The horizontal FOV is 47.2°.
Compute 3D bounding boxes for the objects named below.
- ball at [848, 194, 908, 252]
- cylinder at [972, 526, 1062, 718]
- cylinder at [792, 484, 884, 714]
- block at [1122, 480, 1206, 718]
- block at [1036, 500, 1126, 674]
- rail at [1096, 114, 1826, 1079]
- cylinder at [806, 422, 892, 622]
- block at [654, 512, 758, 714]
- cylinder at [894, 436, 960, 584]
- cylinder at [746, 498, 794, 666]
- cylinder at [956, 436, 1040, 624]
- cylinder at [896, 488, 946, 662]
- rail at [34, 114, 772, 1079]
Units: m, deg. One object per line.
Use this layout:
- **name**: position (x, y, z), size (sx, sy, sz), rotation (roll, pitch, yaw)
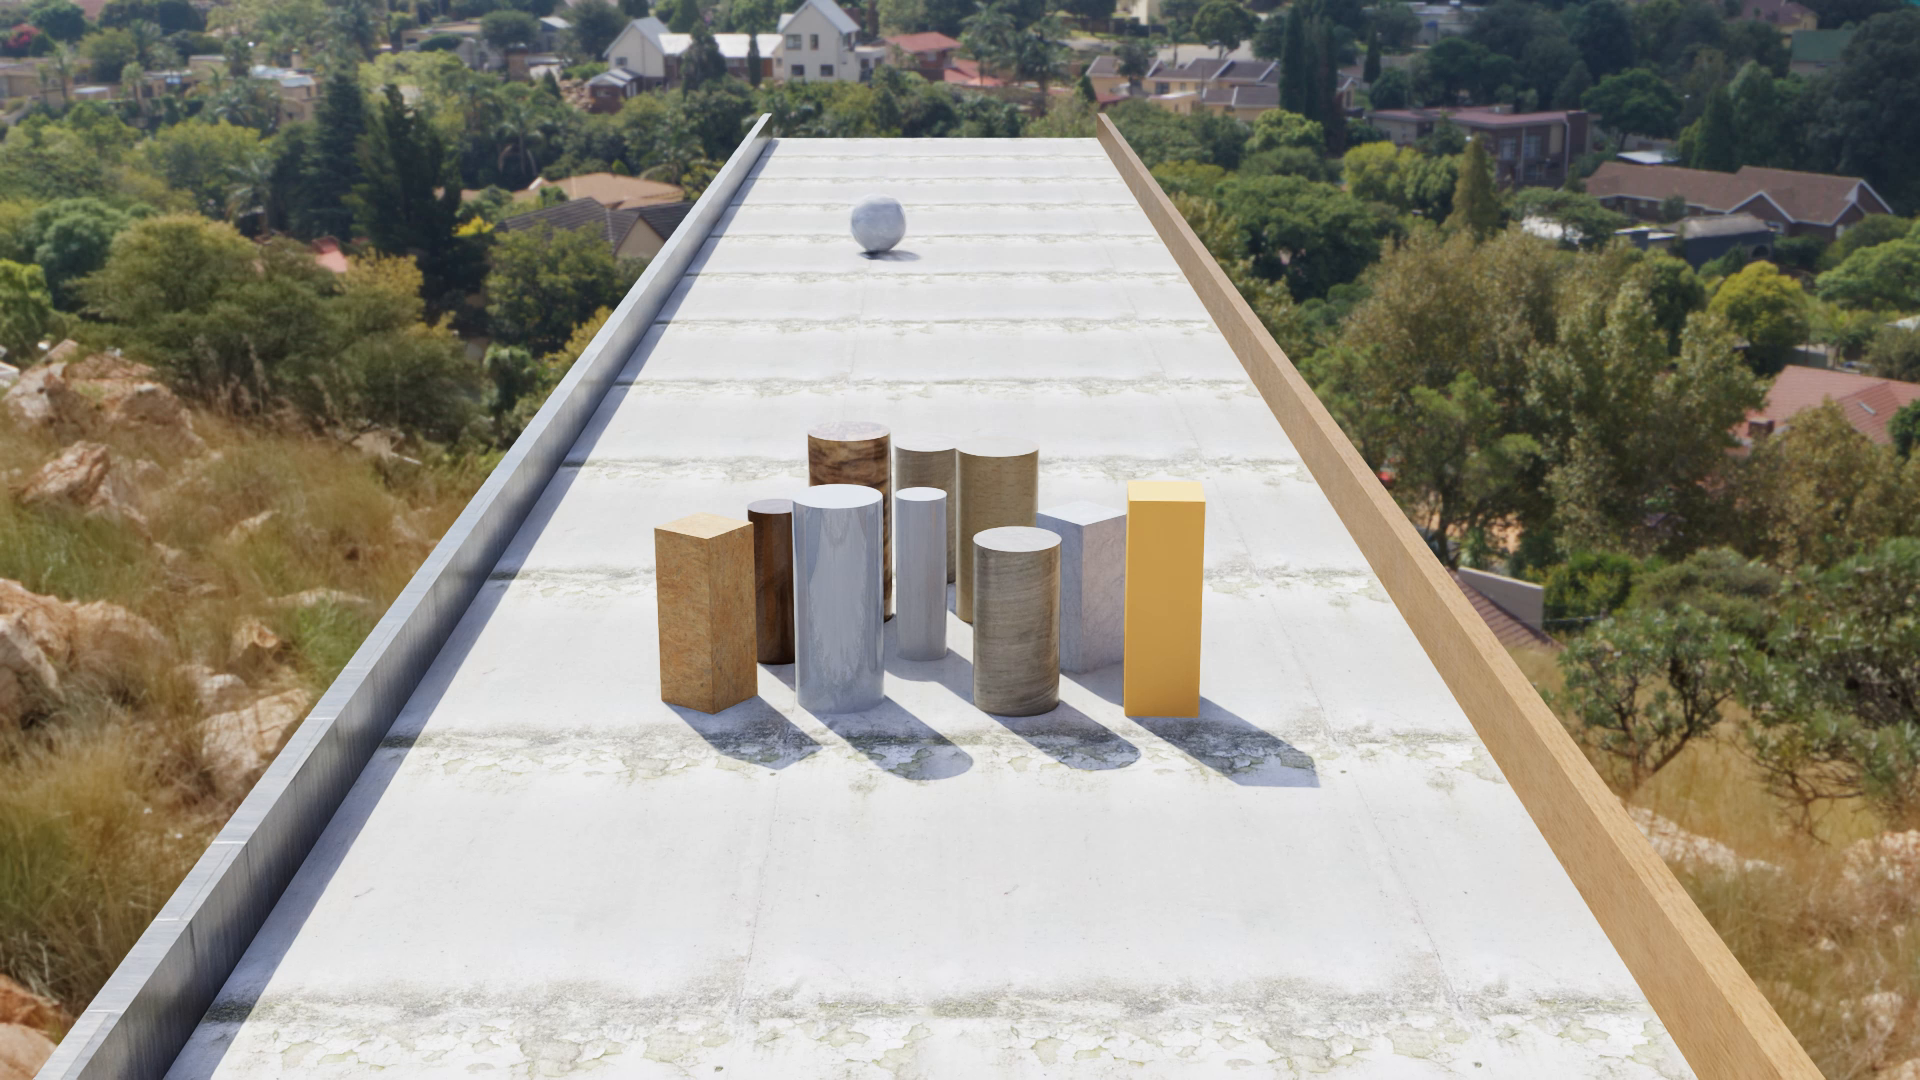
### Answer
- **ball**: position (-0.347, -1.342, 9.307), size (0.247, 0.247, 0.247), rotation (0, 17, 0)
- **cylinder**: position (0.107, 0.153, 4.144), size (0.165, 0.324, 0.165), rotation (0, 17, 0)
- **cylinder**: position (-0.229, 0.110, 4.152), size (0.170, 0.401, 0.170), rotation (0, 17, 0)
- **block**: position (0.380, 0.110, 4.120), size (0.138, 0.419, 0.138), rotation (1, 17, 3)
- **block**: position (0.242, 0.093, 4.378), size (0.130, 0.306, 0.130), rotation (-15, 22, -40)
- **rail**: position (0.932, -0.844, 7.801), size (0.050, 0.150, 12.000), rotation (0, 17, -1)
- **cylinder**: position (-0.231, -0.033, 4.628), size (0.175, 0.405, 0.175), rotation (0, 17, 0)
- **block**: position (-0.479, 0.137, 4.162), size (0.131, 0.344, 0.131), rotation (11, 20, 33)
- **cylinder**: position (-0.072, -0.066, 4.906), size (0.147, 0.309, 0.147), rotation (0, 17, 0)
- **cylinder**: position (-0.366, 0.083, 4.395), size (0.110, 0.314, 0.110), rotation (0, 17, 0)
- **cylinder**: position (0.078, -0.019, 4.644), size (0.175, 0.369, 0.175), rotation (0, 17, 0)
- **cylinder**: position (-0.078, 0.069, 4.409), size (0.102, 0.334, 0.102), rotation (0, 17, 0)
- **rail**: position (-1.118, -0.838, 7.780), size (0.050, 0.150, 12.000), rotation (0, 17, -1)
